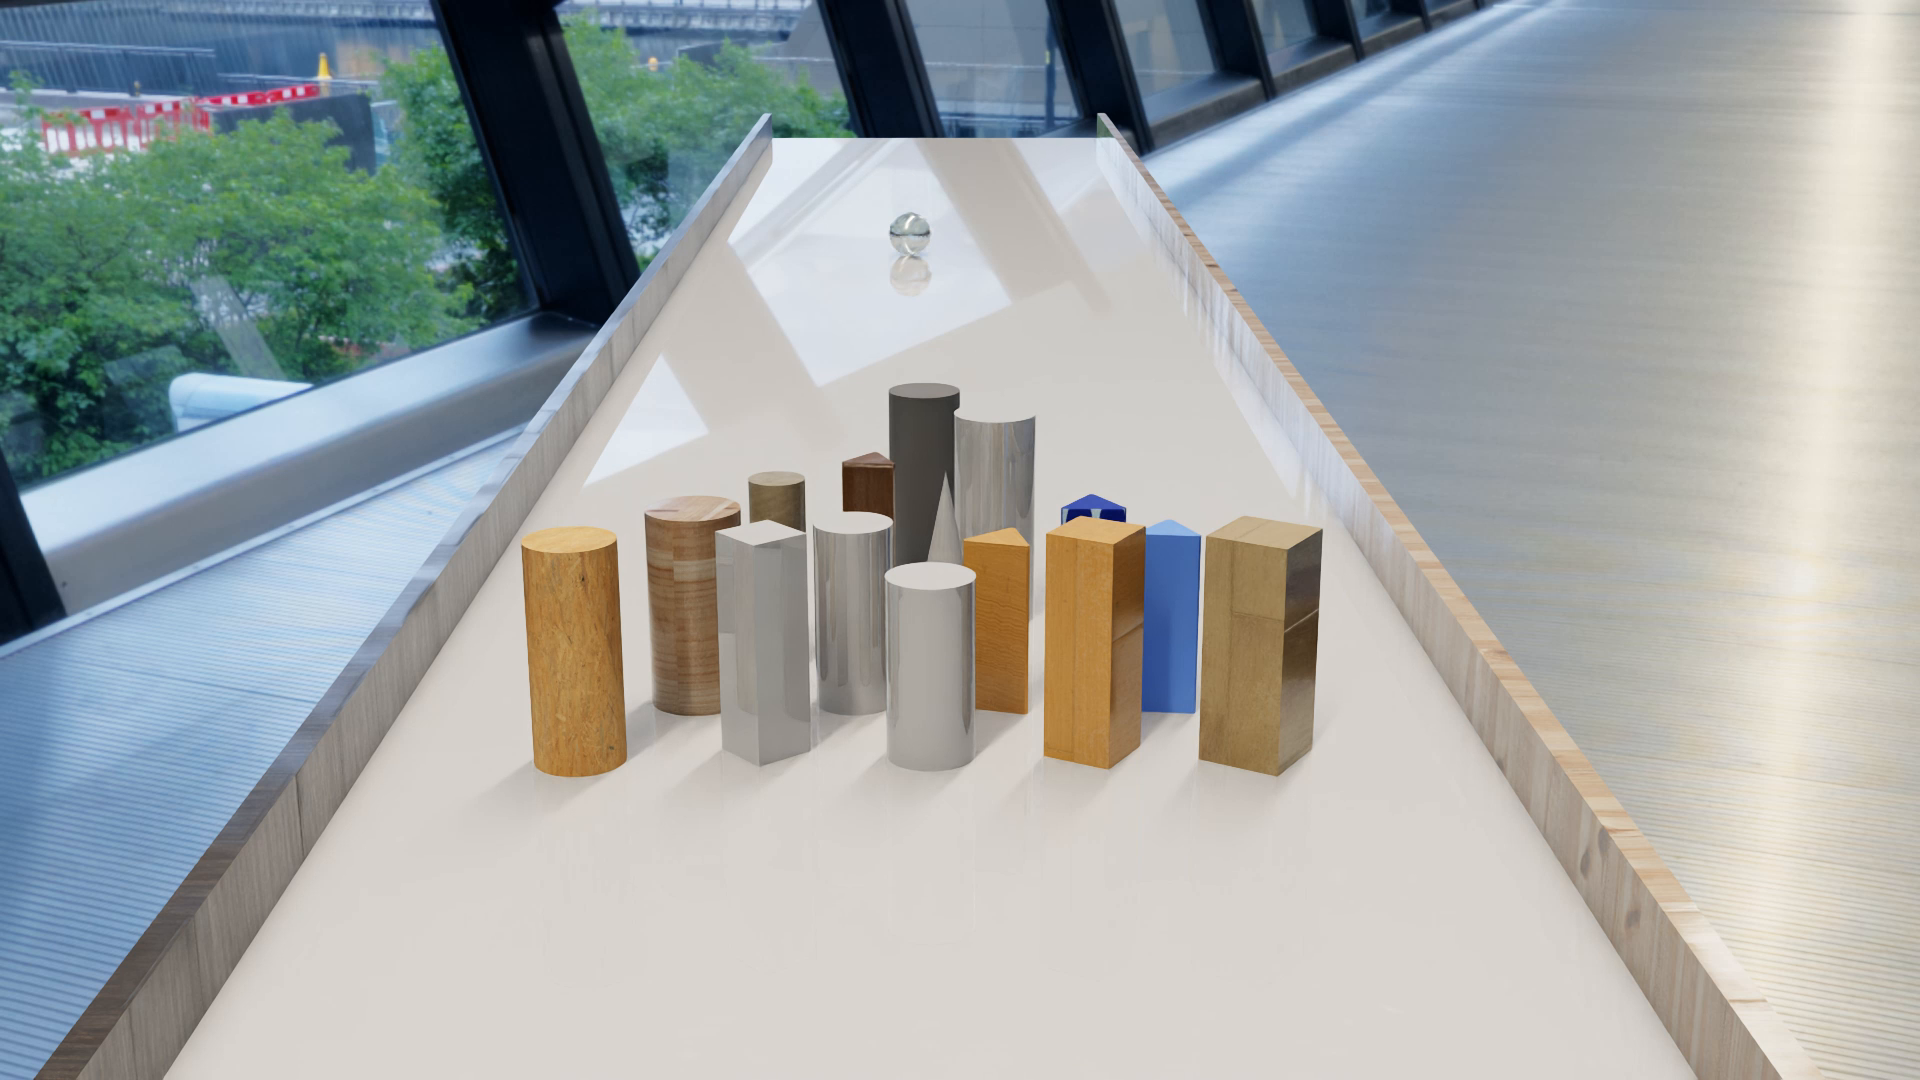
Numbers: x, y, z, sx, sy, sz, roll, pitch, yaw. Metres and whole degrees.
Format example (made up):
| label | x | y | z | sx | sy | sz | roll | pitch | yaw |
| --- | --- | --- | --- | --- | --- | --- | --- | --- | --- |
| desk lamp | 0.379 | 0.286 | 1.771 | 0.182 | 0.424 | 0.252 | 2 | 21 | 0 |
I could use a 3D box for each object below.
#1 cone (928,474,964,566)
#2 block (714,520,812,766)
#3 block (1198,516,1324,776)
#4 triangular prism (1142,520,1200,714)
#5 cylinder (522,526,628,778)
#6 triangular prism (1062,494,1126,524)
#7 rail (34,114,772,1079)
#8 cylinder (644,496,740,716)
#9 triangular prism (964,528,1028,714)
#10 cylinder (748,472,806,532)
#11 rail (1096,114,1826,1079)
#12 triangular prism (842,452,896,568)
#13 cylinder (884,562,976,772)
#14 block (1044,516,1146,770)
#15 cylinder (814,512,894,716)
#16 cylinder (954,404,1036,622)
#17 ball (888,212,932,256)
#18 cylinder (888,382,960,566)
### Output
| label | x | y | z | sx | sy | sz | roll | pitch | yaw |
| --- | --- | --- | --- | --- | --- | --- | --- | --- | --- |
| cone | -0.028 | 0.049 | 4.382 | 0.155 | 0.387 | 0.155 | 0 | 17 | 0 |
| block | -0.348 | 0.182 | 3.900 | 0.114 | 0.408 | 0.114 | -14 | 21 | -39 |
| block | 0.530 | 0.185 | 3.879 | 0.153 | 0.414 | 0.153 | 10 | 19 | 31 |
| triangular prism | 0.388 | 0.142 | 4.138 | 0.120 | 0.348 | 0.104 | 2 | 17 | 7 |
| cylinder | -0.675 | 0.195 | 3.856 | 0.163 | 0.409 | 0.163 | 0 | 17 | 0 |
| triangular prism | 0.265 | 0.071 | 4.443 | 0.127 | 0.311 | 0.110 | 0 | 17 | 1 |
| rail | -1.118 | -0.838 | 7.780 | 0.050 | 0.150 | 12.000 | 0 | 17 | -1 |
| cylinder | -0.498 | 0.123 | 4.149 | 0.179 | 0.379 | 0.179 | 0 | 17 | 0 |
| triangular prism | 0.083 | 0.149 | 4.148 | 0.126 | 0.330 | 0.109 | 5 | 17 | 18 |
| cylinder | -0.359 | 0.062 | 4.353 | 0.112 | 0.380 | 0.112 | 0 | 17 | 0 |
| rail | 0.932 | -0.844 | 7.801 | 0.050 | 0.150 | 12.000 | 0 | 17 | -1 |
| triangular prism | -0.183 | -0.004 | 4.628 | 0.109 | 0.350 | 0.095 | 2 | 17 | 7 |
| cylinder | -0.052 | 0.223 | 3.889 | 0.160 | 0.335 | 0.160 | 0 | 17 | 0 |
| block | 0.238 | 0.180 | 3.893 | 0.130 | 0.414 | 0.130 | 9 | 19 | 29 |
| cylinder | -0.199 | 0.138 | 4.141 | 0.149 | 0.355 | 0.149 | 0 | 17 | 0 |
| cylinder | 0.073 | -0.052 | 4.624 | 0.171 | 0.443 | 0.171 | 0 | 17 | 0 |
| ball | -0.210 | -1.286 | 9.240 | 0.178 | 0.178 | 0.178 | 0 | 17 | 0 |
| cylinder | -0.078 | -0.123 | 4.890 | 0.157 | 0.428 | 0.157 | 0 | 17 | 0 |
